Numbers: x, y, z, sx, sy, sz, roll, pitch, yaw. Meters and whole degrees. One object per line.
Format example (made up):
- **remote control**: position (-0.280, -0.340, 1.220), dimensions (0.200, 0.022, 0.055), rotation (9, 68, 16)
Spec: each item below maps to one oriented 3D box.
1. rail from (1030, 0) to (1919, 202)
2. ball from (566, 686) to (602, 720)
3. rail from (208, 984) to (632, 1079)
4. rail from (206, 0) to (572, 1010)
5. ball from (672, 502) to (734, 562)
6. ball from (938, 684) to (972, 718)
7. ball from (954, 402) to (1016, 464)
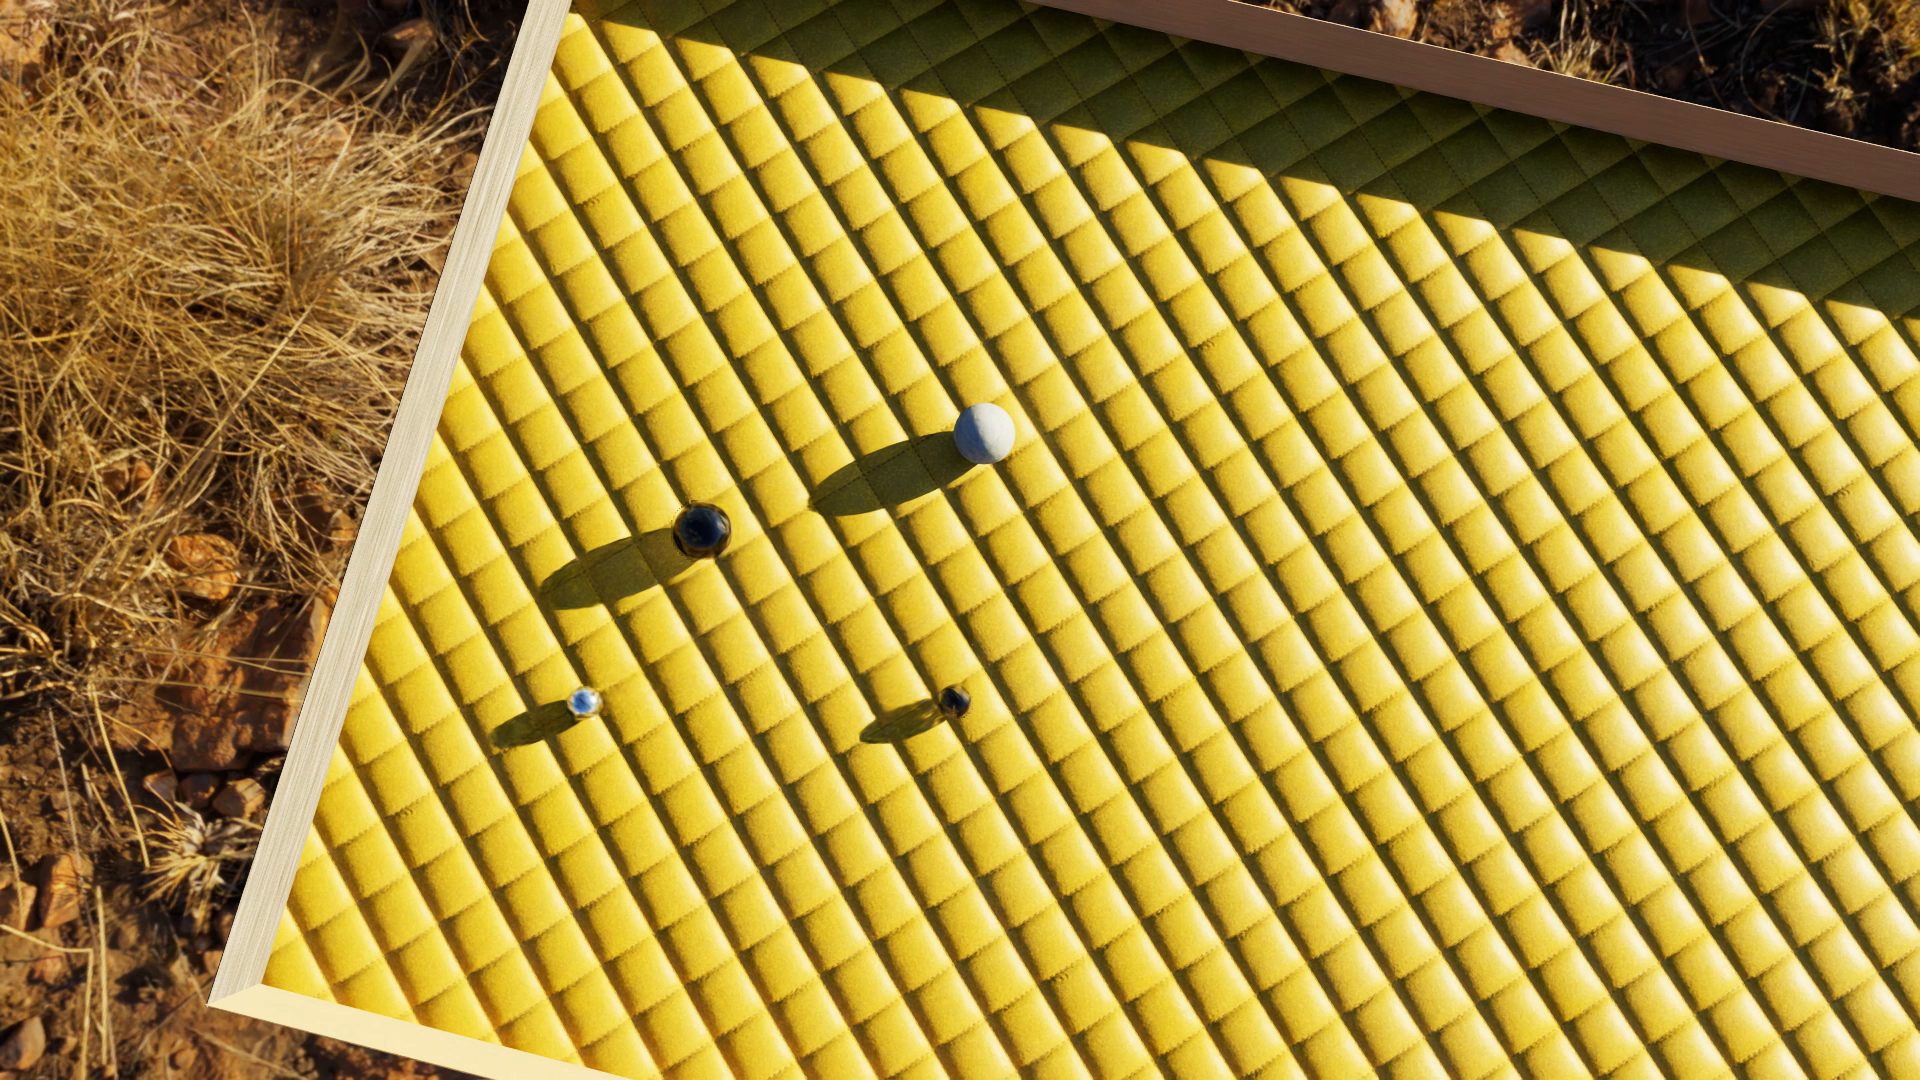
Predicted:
- **rail**: position (1.051, -0.658, 3.461), dimensions (3.439, 0.124, 0.045), rotation (13, 77, 3)
- **ball**: position (-0.560, 0.243, 3.279), dimensions (0.052, 0.052, 0.052), rotation (0, 76, 0)
- **rail**: position (0.618, 1.046, 3.045), dimensions (3.439, 0.124, 0.045), rotation (13, 77, 3)
- **rail**: position (-0.812, -0.201, 3.350), dimensions (0.045, 0.124, 1.854), rotation (13, 77, 3)
- **ball**: position (-0.388, -0.013, 3.322), dimensions (0.091, 0.091, 0.091), rotation (0, 76, 0)
- **ball**: position (-0.007, 0.240, 3.280), dimensions (0.051, 0.051, 0.051), rotation (0, 76, 0)
- **ball**: position (0.037, -0.162, 3.356), dimensions (0.095, 0.095, 0.095), rotation (0, 76, 0)
